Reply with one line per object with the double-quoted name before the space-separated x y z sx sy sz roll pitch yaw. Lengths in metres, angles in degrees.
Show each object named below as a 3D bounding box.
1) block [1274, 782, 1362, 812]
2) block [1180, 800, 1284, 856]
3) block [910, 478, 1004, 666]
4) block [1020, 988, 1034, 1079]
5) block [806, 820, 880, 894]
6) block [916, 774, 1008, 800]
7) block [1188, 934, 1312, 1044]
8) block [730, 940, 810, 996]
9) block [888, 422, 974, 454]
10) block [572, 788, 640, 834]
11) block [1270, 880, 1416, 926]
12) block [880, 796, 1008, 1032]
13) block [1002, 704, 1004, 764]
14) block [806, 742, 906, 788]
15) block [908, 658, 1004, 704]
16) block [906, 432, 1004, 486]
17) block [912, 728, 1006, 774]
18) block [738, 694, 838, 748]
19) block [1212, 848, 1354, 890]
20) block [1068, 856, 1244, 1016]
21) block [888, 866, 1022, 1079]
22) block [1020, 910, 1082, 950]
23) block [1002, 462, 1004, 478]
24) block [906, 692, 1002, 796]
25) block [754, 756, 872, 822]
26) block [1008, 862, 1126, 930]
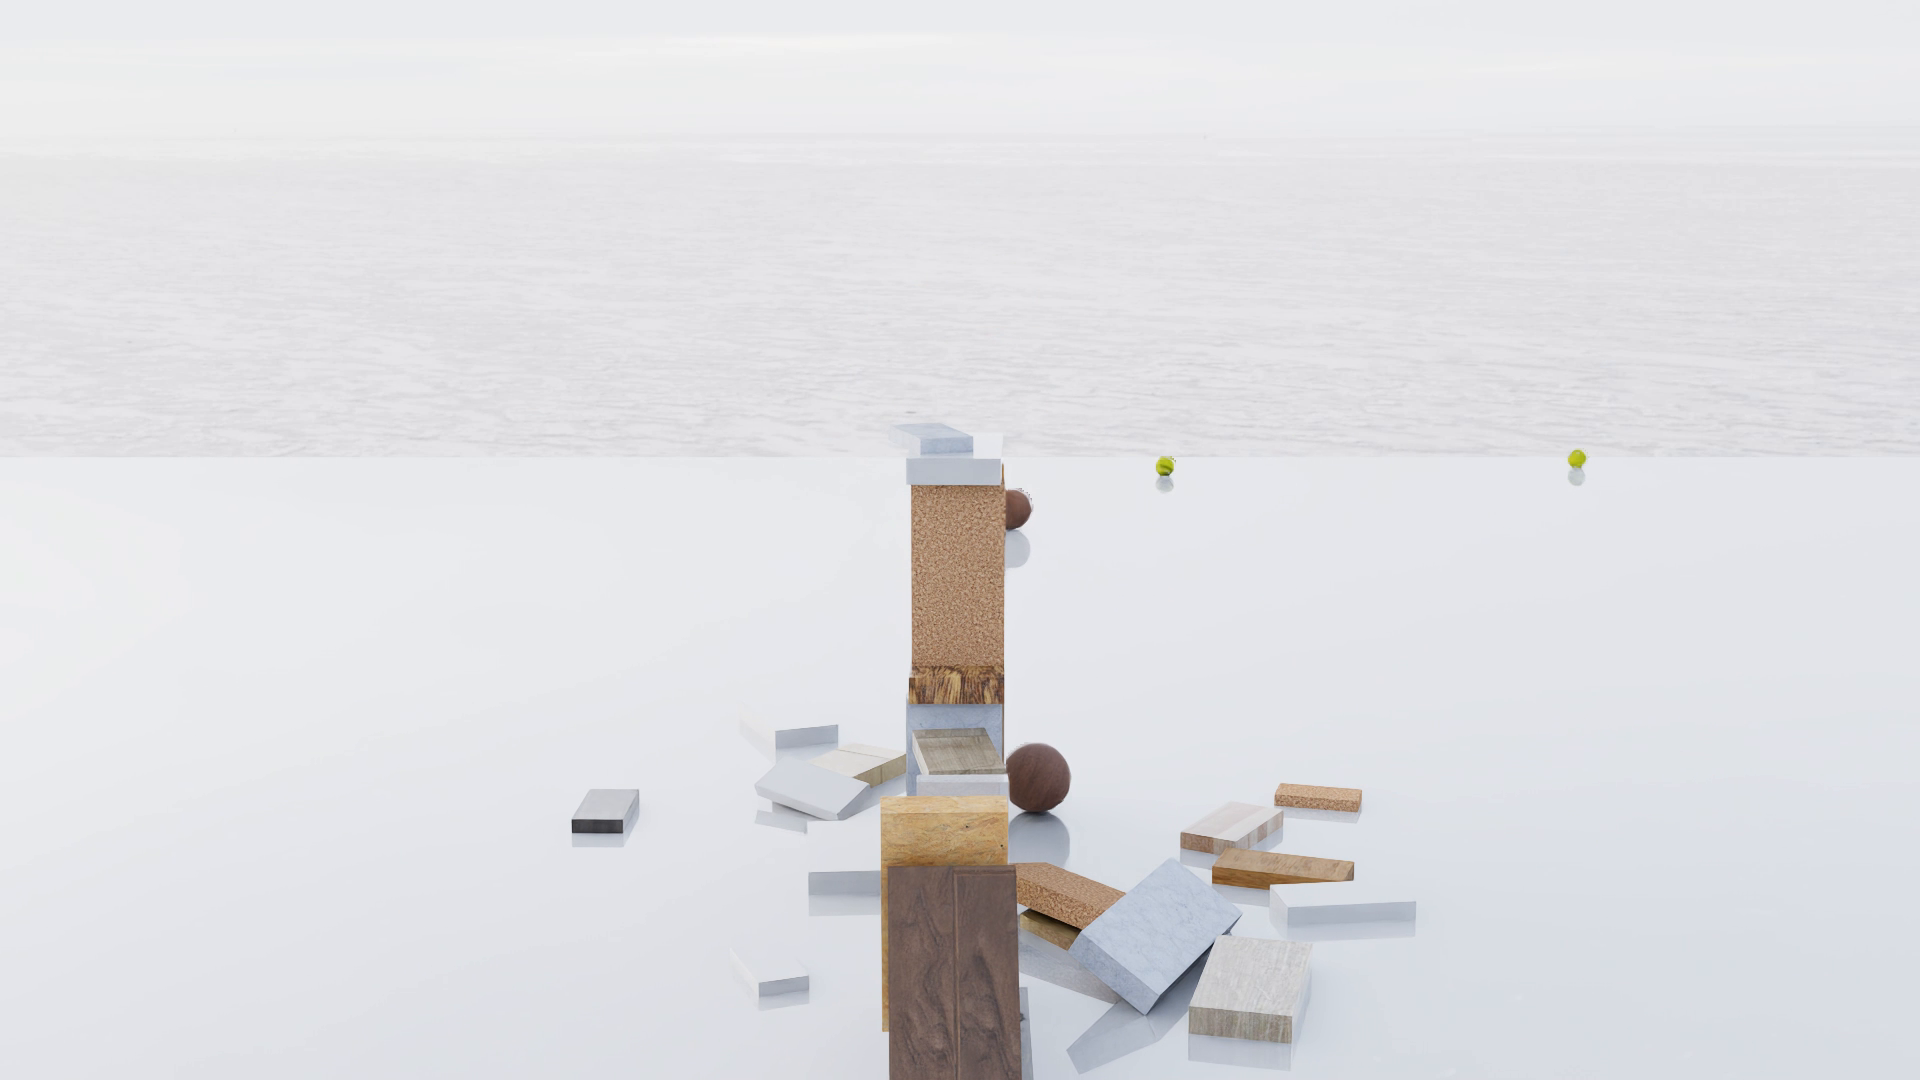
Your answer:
"block" 0.678 0.487 4.162 0.156 0.022 0.078 3 11 16
"block" 0.491 0.520 3.963 0.107 0.030 0.213 6 12 30
"block" -0.003 0.055 3.707 0.157 0.313 0.044 0 11 0
"block" 0.012 0.693 2.985 0.167 0.047 0.334 0 11 0
"block" -0.195 0.546 3.801 0.137 0.039 0.274 -1 11 -4
"block" 0.004 0.501 3.380 0.140 0.280 0.040 0 11 -1
"block" 0.428 0.653 3.216 0.144 0.041 0.289 3 11 14
"block" -0.288 0.645 3.314 0.078 0.022 0.156 -4 11 -21
"block" -0.051 -0.174 3.766 0.094 0.027 0.187 -4 11 -18
"block" -0.655 0.501 4.073 0.094 0.027 0.187 0 11 1
"block" 0.623 0.590 3.586 0.213 0.030 0.107 -1 11 -7
"block" -0.022 0.504 2.953 0.167 0.334 0.047 0 21 -2
"block" -0.001 0.380 3.931 0.159 0.318 0.045 0 11 0
"block" -0.230 0.455 4.290 0.137 0.039 0.274 6 12 31
"block" -0.004 0.221 3.795 0.159 0.045 0.318 0 11 0
"block" -0.006 -0.141 3.783 0.157 0.044 0.313 0 11 2
"block" -0.004 0.352 3.537 0.121 0.034 0.241 -1 11 -7
"block" -0.367 0.384 4.674 0.137 0.039 0.274 -4 11 -21
"block" 0.548 0.564 3.728 0.222 0.030 0.107 4 11 20
"block" 0.302 0.595 3.340 0.144 0.041 0.376 37 23 16
"block" -0.008 0.589 2.824 0.167 0.334 0.047 0 -20 -2
"block" 0.172 0.616 3.471 0.078 0.022 0.156 -7 13 -33
"block" -0.001 0.017 3.910 0.157 0.313 0.044 0 10 0
"block" -0.011 0.417 3.730 0.159 0.318 0.045 -1 11 -4
"block" -0.276 0.467 4.119 0.215 0.027 0.094 13 41 38
"block" 0.187 0.575 3.515 0.144 0.041 0.289 7 5 -44
